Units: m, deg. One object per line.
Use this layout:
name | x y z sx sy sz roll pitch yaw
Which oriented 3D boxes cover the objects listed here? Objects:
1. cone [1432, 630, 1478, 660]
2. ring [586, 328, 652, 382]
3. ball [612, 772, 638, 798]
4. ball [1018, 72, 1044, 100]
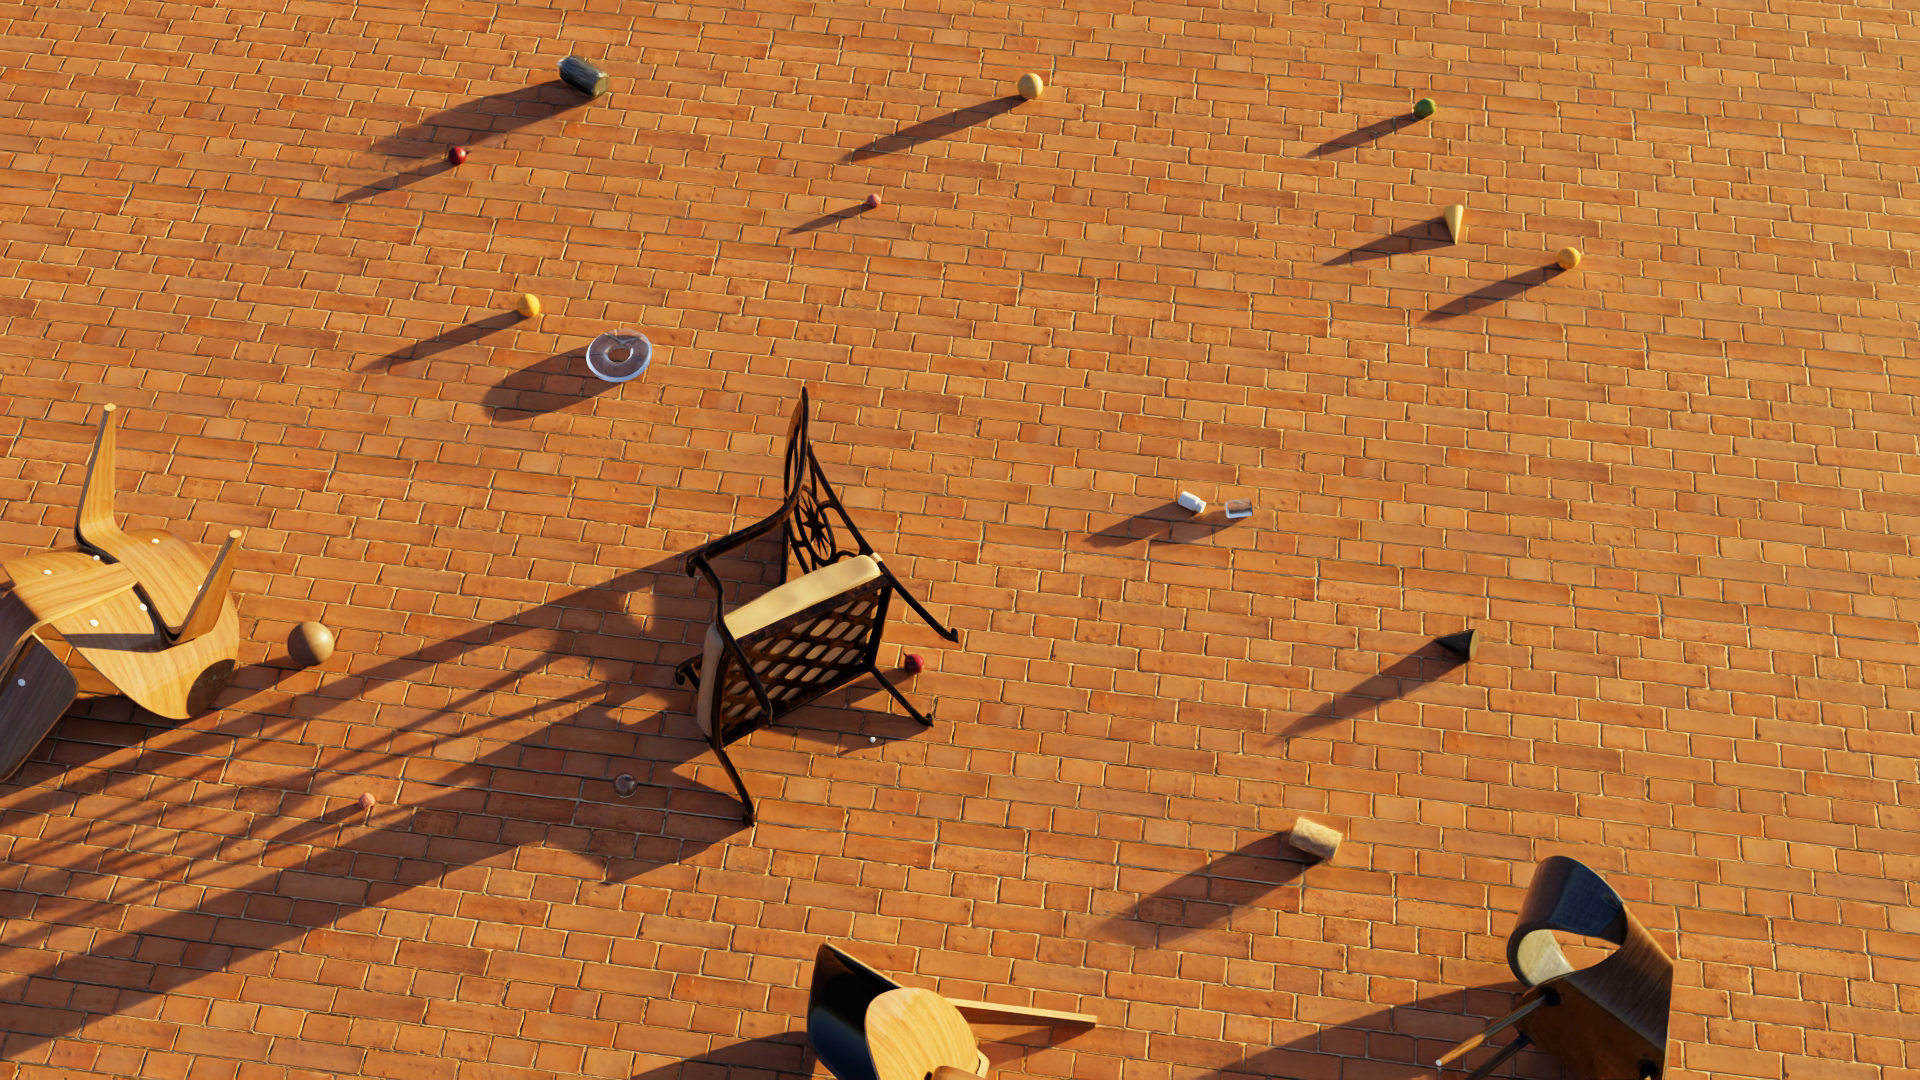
cone | 1.423 0.297 6.351 0.122 0.082 0.090 6 49 26
ring | -1.074 -0.583 6.937 0.207 0.049 0.213 27 60 18
ball | -0.925 0.677 6.078 0.069 0.069 0.069 0 56 0
ball | 0.242 -1.561 7.567 0.090 0.090 0.090 0 56 0
